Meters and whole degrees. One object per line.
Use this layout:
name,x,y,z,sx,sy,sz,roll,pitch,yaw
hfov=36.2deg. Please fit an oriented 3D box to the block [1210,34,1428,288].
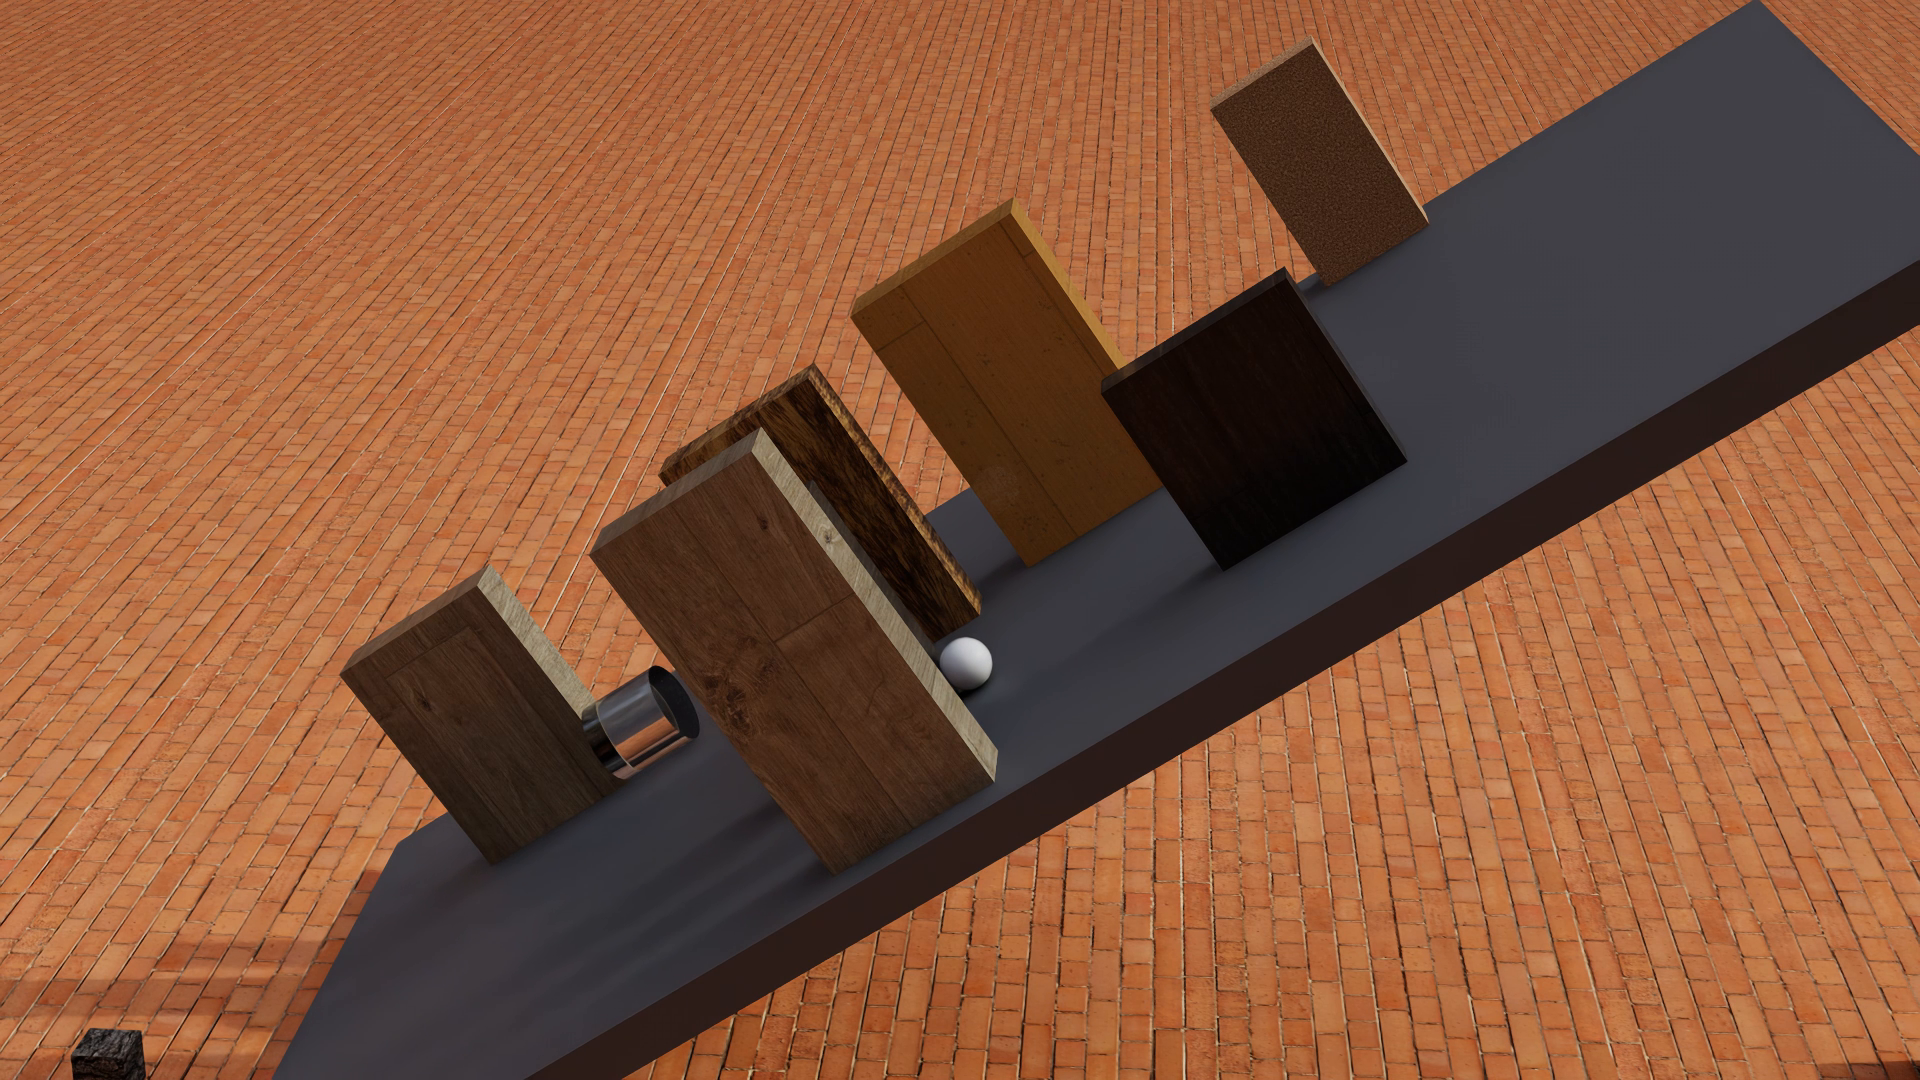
block,0.829,-0.873,6.793,0.276,0.504,0.105,-32,16,14

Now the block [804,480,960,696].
block,-0.327,0.218,5.958,0.426,0.530,0.134,-32,16,14

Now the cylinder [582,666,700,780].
cylinder,-0.746,0.427,6.876,0.196,0.196,0.196,-31,15,15

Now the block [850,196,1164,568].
block,0.132,-0.336,6.344,0.413,0.681,0.141,-32,16,14

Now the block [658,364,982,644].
block,-0.298,-0.007,6.361,0.397,0.641,0.111,-32,16,14

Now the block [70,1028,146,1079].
block,-1.944,1.201,6.715,0.121,0.121,0.121,2,21,5

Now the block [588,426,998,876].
block,-0.301,0.213,5.450,0.366,0.773,0.138,-32,16,14

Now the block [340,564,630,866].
block,-1.105,0.415,6.932,0.411,0.589,0.141,-32,16,14

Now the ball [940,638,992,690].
ball,0.012,0.250,5.943,0.108,0.108,0.108,0,21,0

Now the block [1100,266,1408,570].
block,0.557,-0.226,5.581,0.410,0.429,0.083,-32,16,14

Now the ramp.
ramp,0.137,0.172,6.301,4.000,0.100,2.000,-32,16,14
